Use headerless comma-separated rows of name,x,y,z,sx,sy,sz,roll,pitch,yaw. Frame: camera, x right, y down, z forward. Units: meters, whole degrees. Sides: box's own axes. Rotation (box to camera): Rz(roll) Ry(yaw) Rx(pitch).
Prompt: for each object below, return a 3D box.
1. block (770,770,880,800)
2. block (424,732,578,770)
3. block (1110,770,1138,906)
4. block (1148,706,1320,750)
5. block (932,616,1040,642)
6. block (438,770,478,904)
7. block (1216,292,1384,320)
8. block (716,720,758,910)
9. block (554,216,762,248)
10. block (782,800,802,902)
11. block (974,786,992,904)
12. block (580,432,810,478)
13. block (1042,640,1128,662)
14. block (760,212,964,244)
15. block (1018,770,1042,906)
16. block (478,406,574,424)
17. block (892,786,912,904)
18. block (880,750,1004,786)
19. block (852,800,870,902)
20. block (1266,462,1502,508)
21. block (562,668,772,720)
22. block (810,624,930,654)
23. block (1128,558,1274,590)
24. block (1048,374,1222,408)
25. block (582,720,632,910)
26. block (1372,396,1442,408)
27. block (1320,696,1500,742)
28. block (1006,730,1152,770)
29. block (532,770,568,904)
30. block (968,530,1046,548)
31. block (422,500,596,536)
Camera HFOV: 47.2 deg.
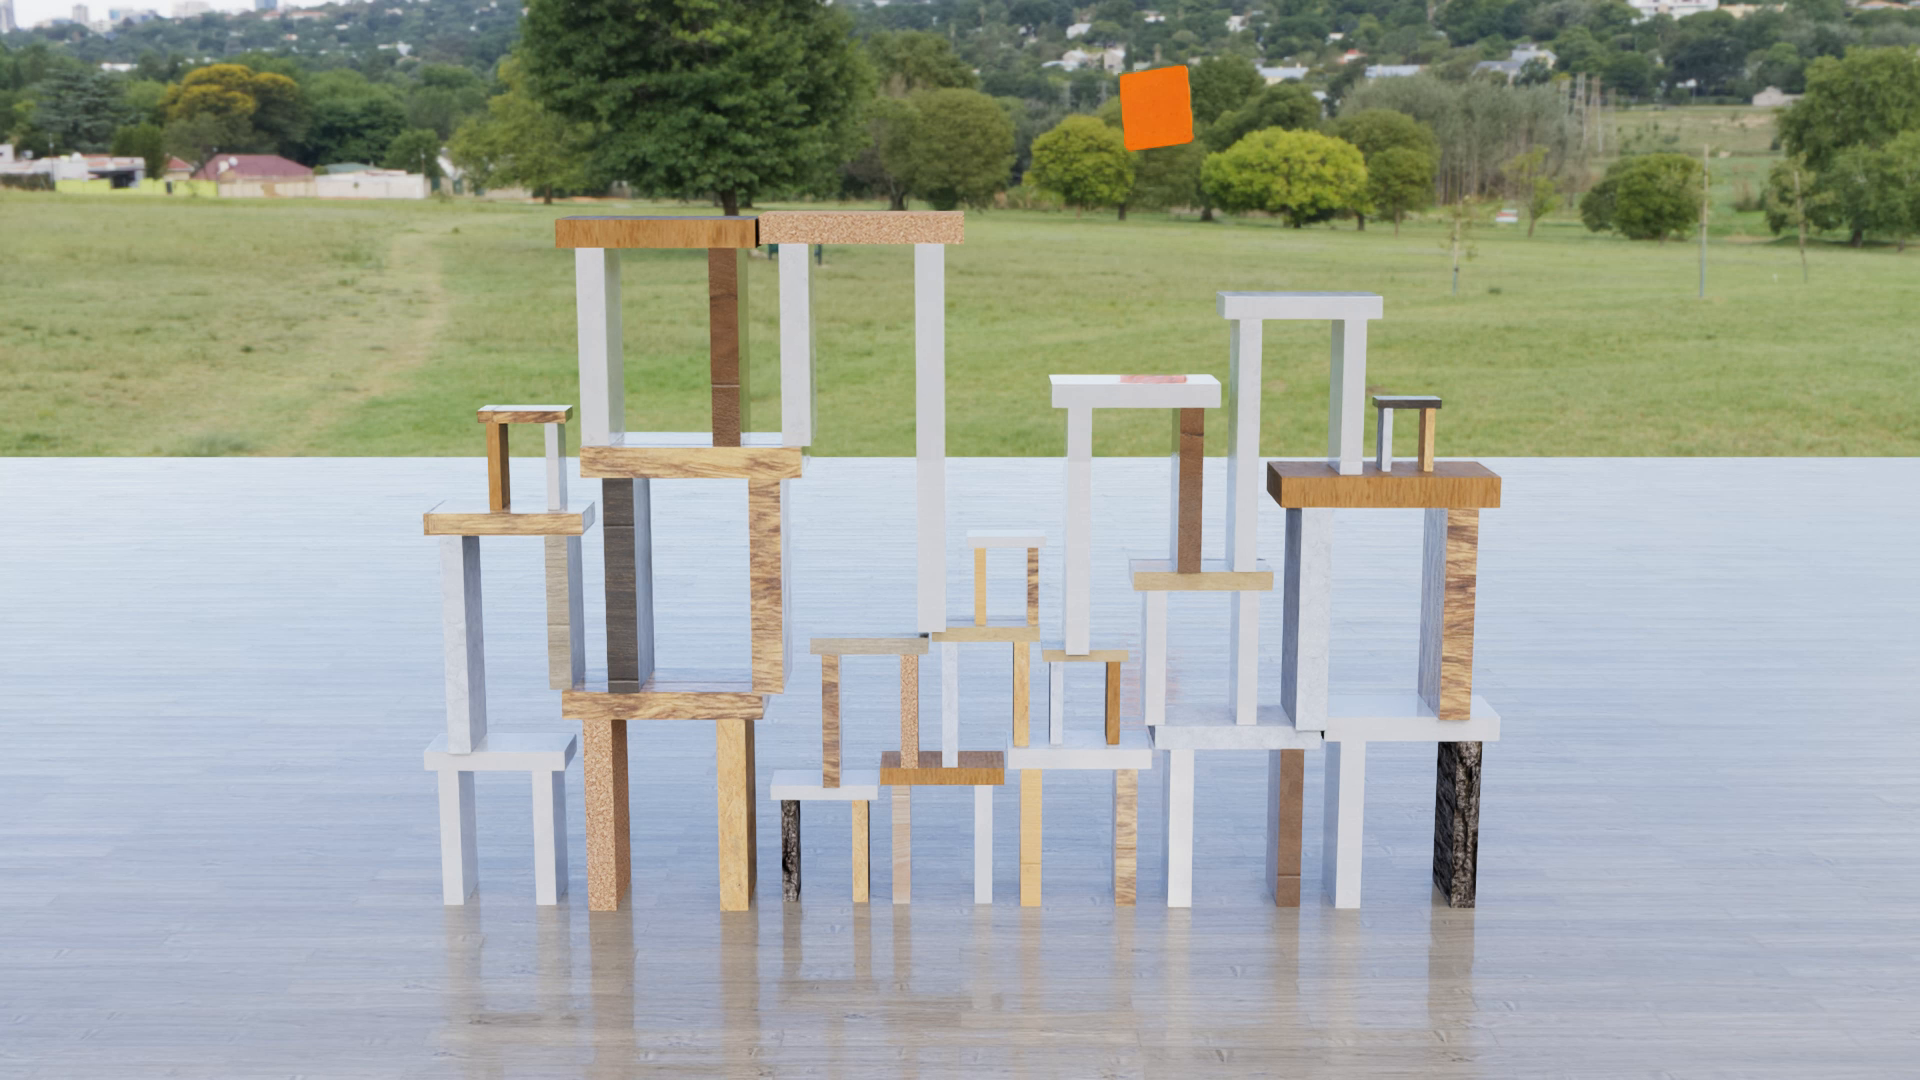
block,-0.222,0.405,3.639,0.175,0.025,0.087,0,11,0
block,-0.756,0.349,3.627,0.229,0.032,0.114,0,11,0
block,0.272,0.476,3.645,0.033,0.233,0.117,0,11,0
block,0.449,0.308,3.620,0.267,0.038,0.134,0,11,0
block,0.042,0.144,3.586,0.175,0.025,0.087,0,11,0
block,-0.832,0.477,3.651,0.032,0.229,0.114,0,11,0
block,0.537,-0.373,3.492,0.246,0.035,0.123,0,11,0
block,-0.368,0.432,3.639,0.046,0.322,0.161,0,11,0
block,-0.468,-0.486,3.465,0.309,0.044,0.154,0,11,1
block,-0.281,0.503,3.657,0.025,0.175,0.087,0,11,0
block,0.039,0.490,3.653,0.029,0.203,0.101,0,11,0
block,-0.421,-0.137,3.529,0.347,0.049,0.174,0,11,1
block,0.204,0.181,3.596,0.140,0.020,0.070,0,11,0
block,-0.152,-0.493,3.468,0.315,0.045,0.157,0,11,0
block,0.116,0.476,3.645,0.033,0.233,0.117,0,11,0
block,-0.696,-0.202,3.523,0.140,0.020,0.070,0,11,0
block,-0.096,0.490,3.653,0.029,0.203,0.101,0,11,0
block,-0.029,0.376,3.632,0.203,0.029,0.101,0,11,0
block,-0.164,0.503,3.657,0.025,0.175,0.087,0,11,0
block,0.678,-0.090,3.543,0.345,0.049,0.172,0,11,0
block,-0.476,0.251,3.604,0.322,0.046,0.161,0,11,1
block,-0.146,0.162,3.586,0.191,0.027,0.095,0,11,0
block,0.390,0.056,3.571,0.222,0.031,0.111,0,11,0
block,0.277,-0.238,3.515,0.265,0.037,0.132,0,11,0
block,-0.583,0.432,3.639,0.046,0.322,0.161,0,11,0
block,0.715,-0.221,3.520,0.101,0.014,0.050,0,11,0
block,0.729,0.292,3.615,0.283,0.040,0.141,0,11,0
block,0.194,0.345,3.621,0.233,0.033,0.117,0,11,0
block,-0.680,0.477,3.651,0.032,0.229,0.114,0,11,0
block,0.075,-0.003,3.564,0.127,0.018,0.063,0,11,0
block,-0.725,-0.036,3.548,0.252,0.036,0.126,0,11,0
